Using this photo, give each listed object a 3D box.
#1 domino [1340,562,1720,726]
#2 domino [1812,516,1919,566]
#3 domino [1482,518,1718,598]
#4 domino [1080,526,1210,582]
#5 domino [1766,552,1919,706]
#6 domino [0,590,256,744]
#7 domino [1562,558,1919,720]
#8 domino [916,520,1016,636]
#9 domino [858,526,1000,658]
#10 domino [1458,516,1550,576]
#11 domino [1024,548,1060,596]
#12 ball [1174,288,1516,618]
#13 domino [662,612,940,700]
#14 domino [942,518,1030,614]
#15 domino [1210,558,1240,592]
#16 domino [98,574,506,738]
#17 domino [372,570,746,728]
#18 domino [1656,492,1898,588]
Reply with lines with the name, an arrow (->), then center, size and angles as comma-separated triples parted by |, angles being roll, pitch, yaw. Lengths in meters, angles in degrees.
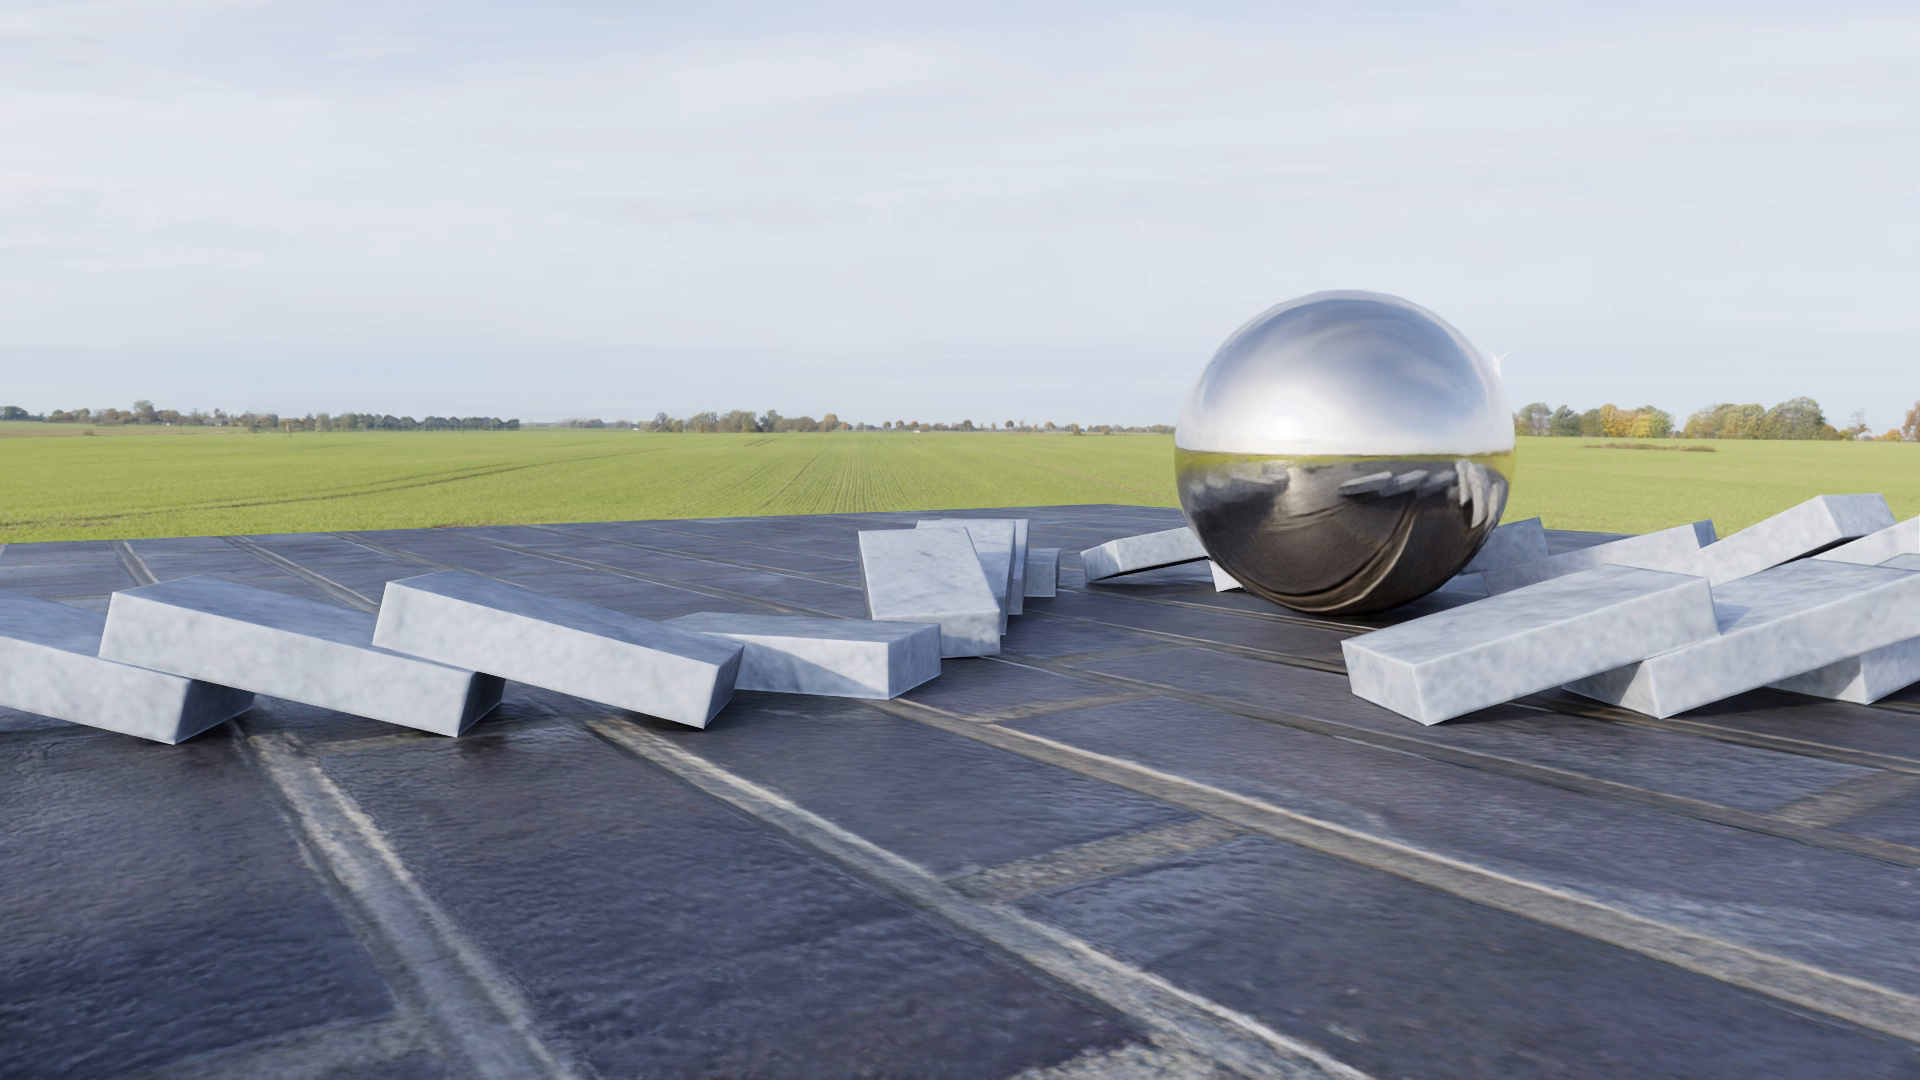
domino -> 0.091, 0.016, 0.208 | 0.050, 0.010, 0.025 | -15, 6, -7
domino -> 0.188, 0.005, 0.264 | 0.025, 0.009, 0.050 | -4, -22, -40
domino -> 0.163, 0.006, 0.328 | 0.050, 0.009, 0.025 | -18, -8, 39
domino -> 0.065, 0.002, 0.391 | 0.050, 0.010, 0.025 | -10, -6, -19
domino -> 0.165, 0.015, 0.228 | 0.050, 0.010, 0.025 | -17, 10, -19
domino -> -0.135, 0.017, 0.191 | 0.050, 0.009, 0.025 | 15, 2, -7
domino -> 0.129, 0.015, 0.213 | 0.050, 0.010, 0.025 | -16, 6, -6
domino -> 0.000, 0.008, 0.309 | 0.025, 0.010, 0.050 | 0, 20, 5
domino -> -0.008, 0.010, 0.274 | 0.025, 0.009, 0.050 | -2, 20, -7
domino -> 0.134, 0.005, 0.353 | 0.050, 0.010, 0.025 | -15, -3, 25
domino -> 0.017, 0.009, 0.383 | 0.025, 0.010, 0.050 | 0, 4, 6
ball -> 0.093, -0.021, 0.315 | 0.080, 0.080, 0.080 | 0, 4, 0
domino -> -0.031, 0.020, 0.233 | 0.050, 0.010, 0.025 | 2, 5, 19
domino -> 0.005, 0.006, 0.343 | 0.025, 0.010, 0.050 | 0, 18, 5
domino -> 0.100, 0.004, 0.371 | 0.050, 0.010, 0.025 | -14, -2, 25
domino -> -0.097, 0.017, 0.195 | 0.050, 0.010, 0.025 | 14, 3, -7
domino -> -0.061, 0.016, 0.201 | 0.050, 0.009, 0.025 | 15, 3, -1
domino -> 0.178, 0.005, 0.289 | 0.025, 0.010, 0.050 | -2, -23, -30
